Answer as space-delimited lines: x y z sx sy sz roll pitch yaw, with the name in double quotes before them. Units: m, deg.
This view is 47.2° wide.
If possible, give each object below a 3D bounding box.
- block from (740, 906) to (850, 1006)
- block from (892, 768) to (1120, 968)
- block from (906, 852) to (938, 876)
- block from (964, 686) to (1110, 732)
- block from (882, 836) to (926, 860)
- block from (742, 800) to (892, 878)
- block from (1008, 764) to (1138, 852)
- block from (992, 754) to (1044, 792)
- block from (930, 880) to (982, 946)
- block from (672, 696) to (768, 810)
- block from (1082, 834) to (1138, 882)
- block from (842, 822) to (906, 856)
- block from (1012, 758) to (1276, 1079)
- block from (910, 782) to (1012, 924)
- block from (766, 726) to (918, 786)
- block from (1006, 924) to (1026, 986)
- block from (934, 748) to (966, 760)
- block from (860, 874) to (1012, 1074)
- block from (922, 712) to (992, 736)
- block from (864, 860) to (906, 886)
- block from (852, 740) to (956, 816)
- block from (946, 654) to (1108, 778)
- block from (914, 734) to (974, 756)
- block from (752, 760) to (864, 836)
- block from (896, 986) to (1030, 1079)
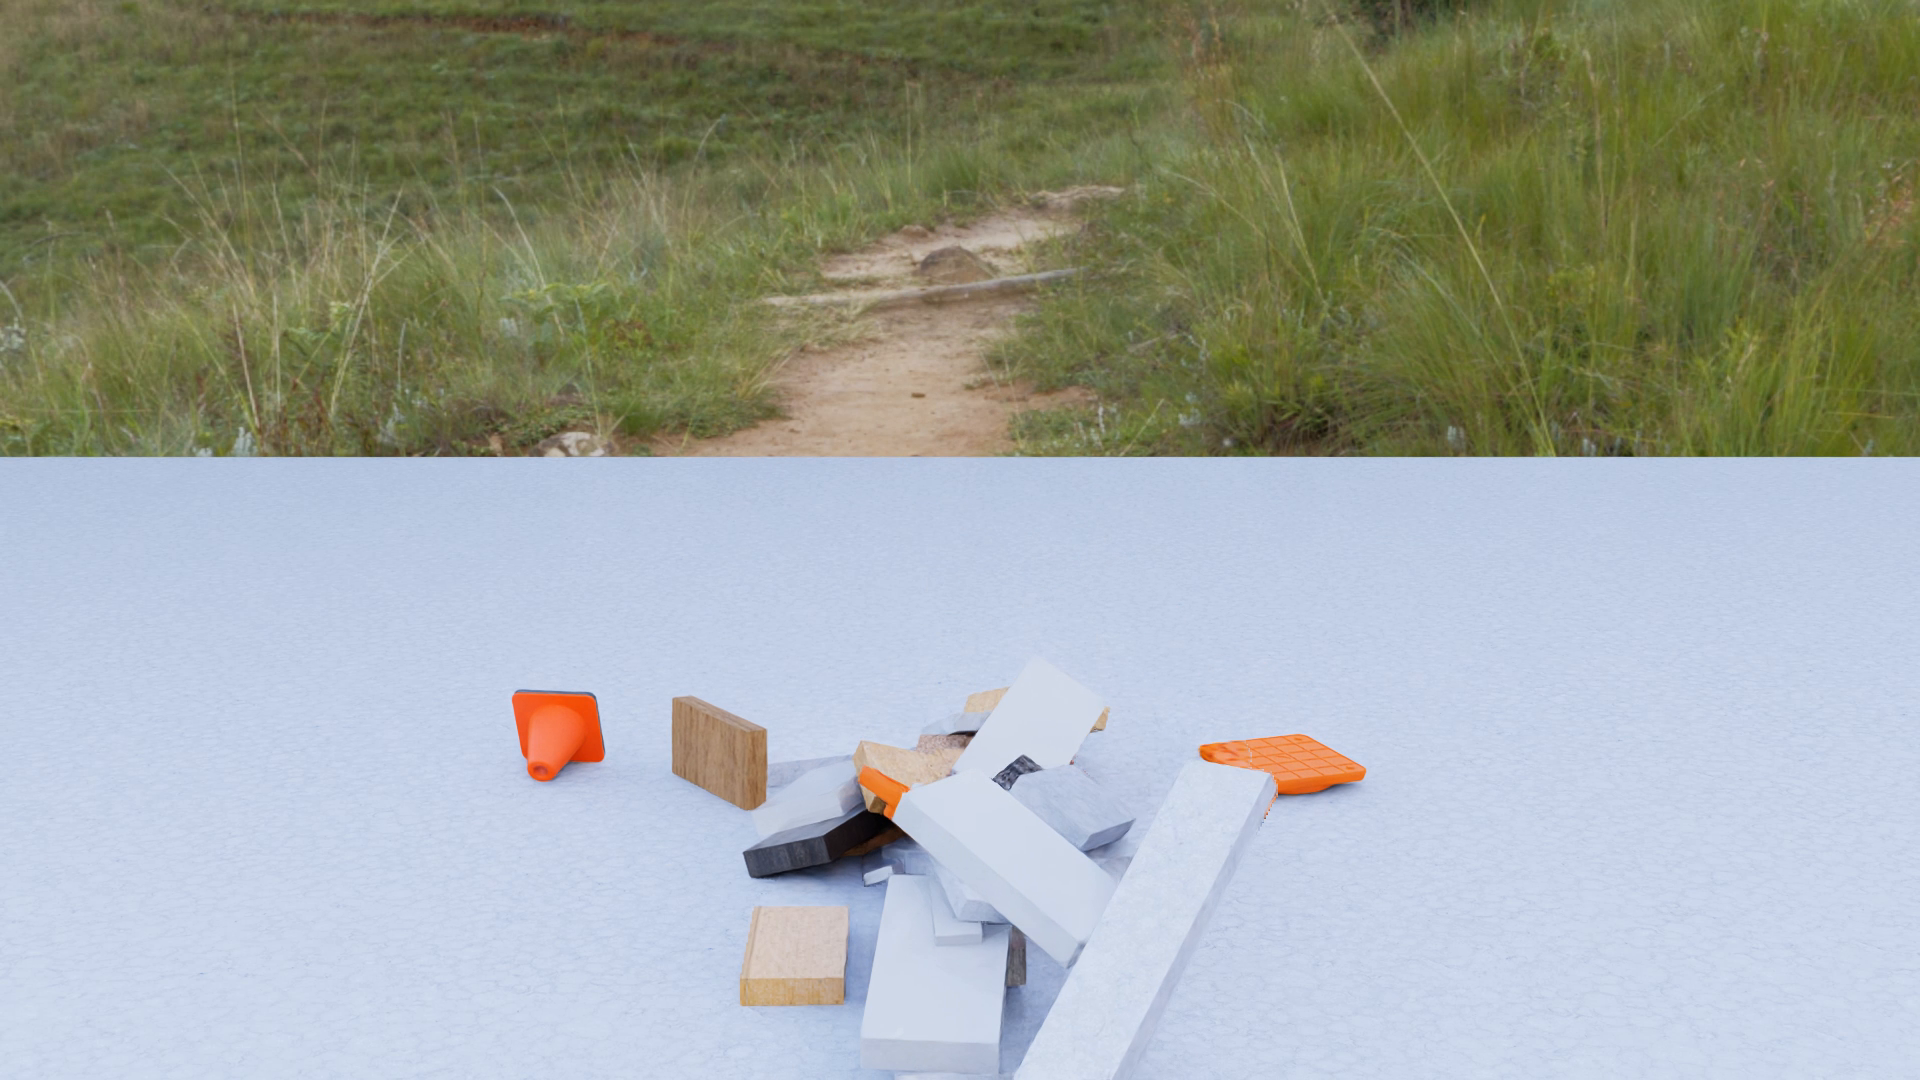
"block" -0.248 0.629 3.343 0.151 0.043 0.301 0 11 -1
"block" 0.083 0.451 3.066 0.337 0.048 0.168 37 29 28
"block" -0.016 0.511 3.415 0.110 0.031 0.220 0 -2 -9
"block" 0.149 0.346 4.413 0.168 0.048 0.337 20 -15 -18
"block" -0.059 0.546 3.853 0.142 0.020 0.071 5 12 25
"block" -0.220 0.505 3.870 0.163 0.046 0.358 -15 3 26
"block" 0.191 0.450 3.702 0.151 0.043 0.301 38 10 16
"block" 0.111 0.453 3.673 0.151 0.043 0.460 37 10 8
"block" -0.006 0.517 3.057 0.064 0.018 0.128 -3 27 -4
"block" -0.466 0.407 4.235 0.043 0.152 0.304 -5 12 -34
"block" 0.212 0.531 3.866 0.152 0.043 0.304 -1 11 -7
"block" -0.150 0.526 3.887 0.071 0.020 0.142 -10 5 43
"block" 0.239 0.537 2.907 0.129 0.036 0.602 7 49 35
"block" 0.022 0.445 3.128 0.129 0.036 0.257 9 28 -26
"block" -0.256 0.431 4.398 0.326 0.046 0.163 -4 11 -22
"block" 0.005 0.602 3.256 0.179 0.051 0.358 0 -1 1
"block" -0.007 0.465 4.070 0.124 0.035 0.247 2 26 11
"block" -0.026 0.585 2.998 0.179 0.051 0.358 2 27 4
"block" 0.015 0.376 4.407 0.124 0.035 0.247 -3 -10 -16
"block" -0.088 0.553 3.726 0.142 0.020 0.071 -9 -12 -47
"block" -0.032 0.449 3.925 0.304 0.043 0.152 15 27 -23
"block" 0.124 0.372 4.040 0.168 0.048 0.435 34 33 5
"block" -0.033 0.446 4.216 0.124 0.035 0.248 1 22 8
"block" -0.243 0.457 3.991 0.163 0.046 0.326 -15 3 16
"block" 0.000 0.684 3.023 0.179 0.051 0.358 0 11 -2
